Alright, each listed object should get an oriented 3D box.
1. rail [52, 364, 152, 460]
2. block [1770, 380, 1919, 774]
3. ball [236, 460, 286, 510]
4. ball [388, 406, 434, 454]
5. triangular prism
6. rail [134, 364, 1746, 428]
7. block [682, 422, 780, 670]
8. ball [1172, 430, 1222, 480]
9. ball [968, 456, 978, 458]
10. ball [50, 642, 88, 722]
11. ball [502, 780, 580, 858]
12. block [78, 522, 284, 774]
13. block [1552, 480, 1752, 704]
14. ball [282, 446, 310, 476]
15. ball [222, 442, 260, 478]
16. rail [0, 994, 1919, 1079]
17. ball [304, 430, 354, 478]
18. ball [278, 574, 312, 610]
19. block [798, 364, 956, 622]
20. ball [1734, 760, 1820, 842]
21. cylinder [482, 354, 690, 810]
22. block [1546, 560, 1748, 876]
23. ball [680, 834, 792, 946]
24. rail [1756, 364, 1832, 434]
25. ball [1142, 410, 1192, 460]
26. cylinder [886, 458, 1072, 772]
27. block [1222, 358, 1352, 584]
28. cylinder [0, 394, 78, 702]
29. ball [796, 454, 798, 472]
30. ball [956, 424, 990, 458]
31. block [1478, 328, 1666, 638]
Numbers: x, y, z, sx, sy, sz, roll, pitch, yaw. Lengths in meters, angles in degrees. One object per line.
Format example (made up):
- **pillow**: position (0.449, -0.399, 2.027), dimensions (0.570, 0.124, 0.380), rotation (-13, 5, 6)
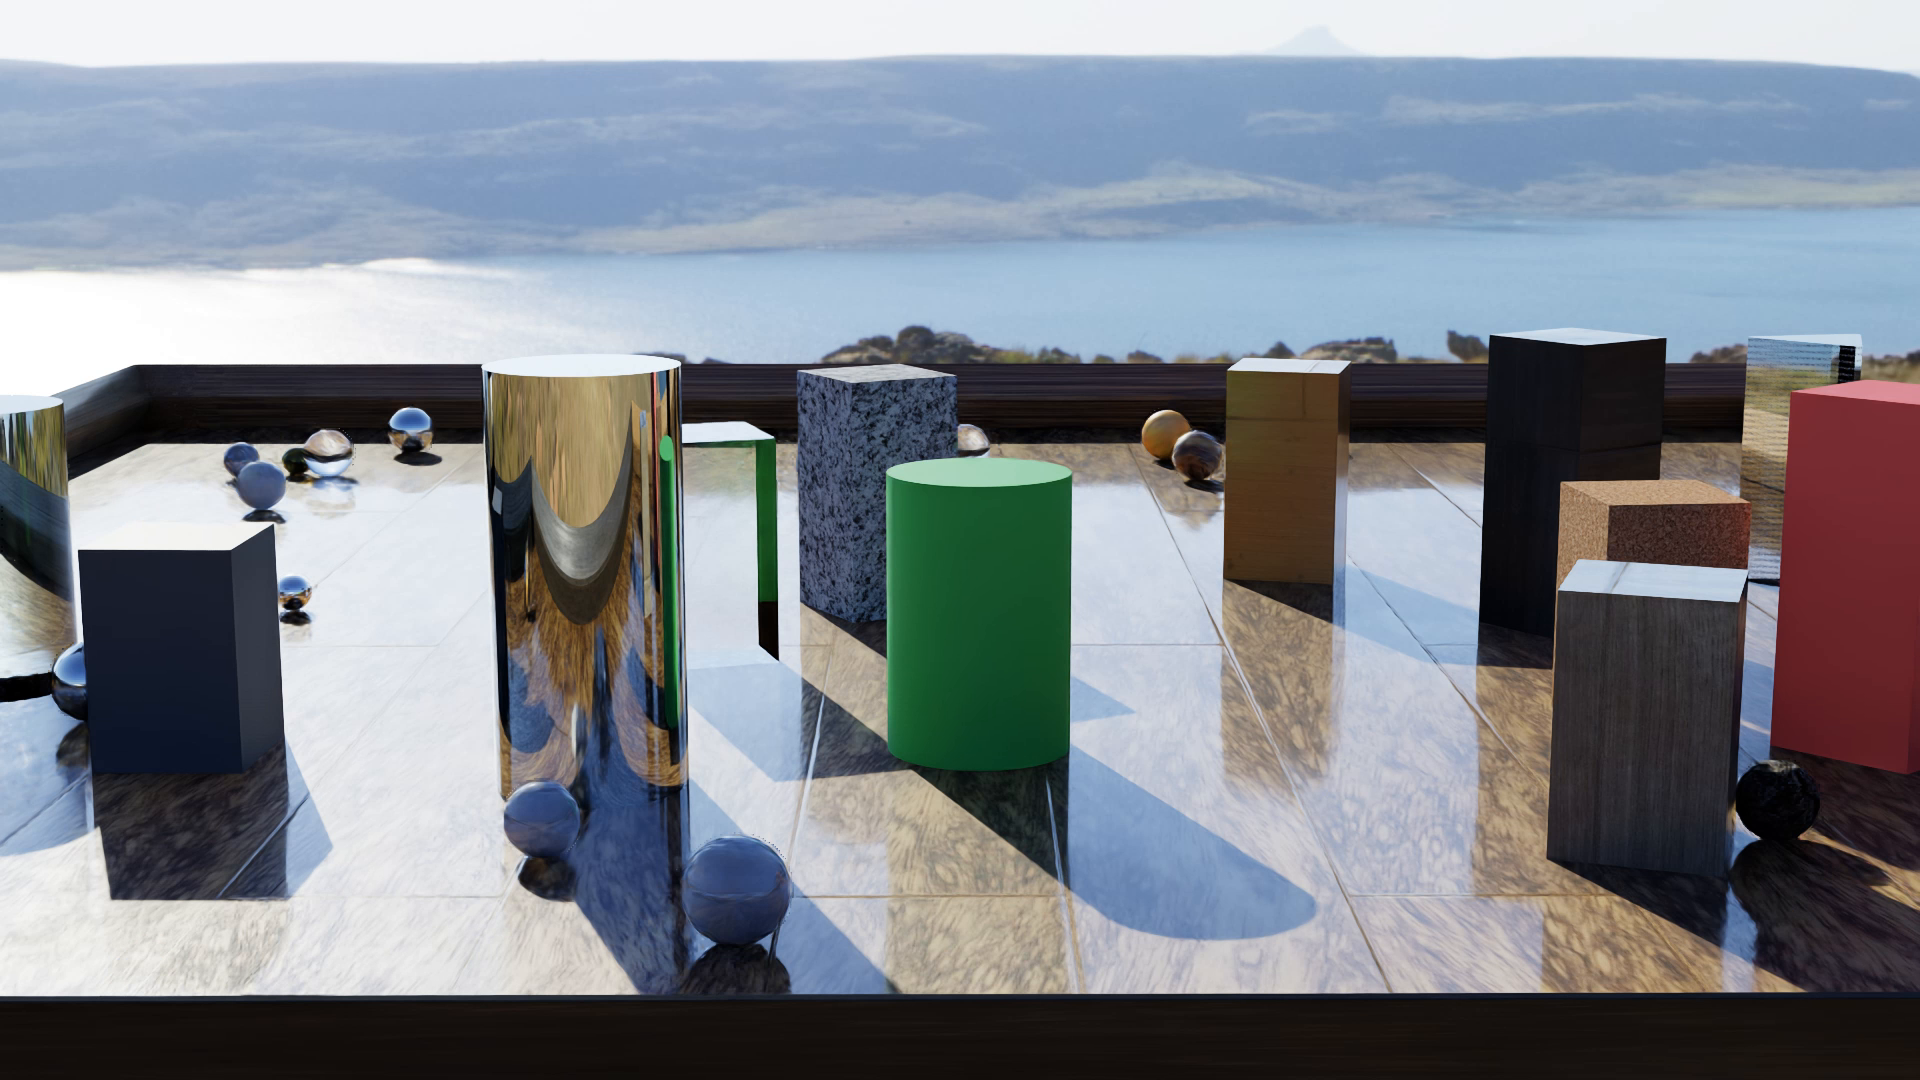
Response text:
- **rail**: position (-1.639, 0.035, 3.440), dimensions (0.045, 0.128, 3.596), rotation (0, 10, 0)
- **block**: position (0.990, 0.034, 2.742), dimensions (0.158, 0.386, 0.158), rotation (-9, 14, -41)
- **ball**: position (-1.158, -0.091, 4.253), dimensions (0.081, 0.081, 0.081), rotation (0, 10, 0)
- **ball**: position (-1.043, -0.209, 4.872), dimensions (0.088, 0.088, 0.088), rotation (0, 10, 0)
- **triangular prism**: position (1.224, -0.113, 3.638), dimensions (0.148, 0.349, 0.171), rotation (-9, 14, -41)
- **rail**: position (-0.010, -0.290, 5.193), dimensions (3.325, 0.128, 0.045), rotation (0, 10, 0)
- **block**: position (-0.324, 0.005, 3.192), dimensions (0.158, 0.279, 0.158), rotation (-4, 11, -19)
- **ball**: position (0.420, -0.150, 4.554), dimensions (0.088, 0.088, 0.088), rotation (0, 10, 0)
- **ball**: position (0.021, -0.113, 4.422), dimensions (0.063, 0.063, 0.063), rotation (0, 10, 0)
- **ball**: position (-0.974, 0.159, 2.879), dimensions (0.091, 0.091, 0.091), rotation (0, 10, 0)
- **ball**: position (-0.389, 0.260, 2.385), dimensions (0.072, 0.072, 0.072), rotation (0, 10, 0)
- **block**: position (-0.824, 0.112, 2.729), dimensions (0.158, 0.237, 0.158), rotation (0, 10, 1)
- **block**: position (0.767, 0.076, 2.859), dimensions (0.158, 0.262, 0.158), rotation (-1, 11, -6)
- **ball**: position (-1.192, -0.143, 4.614), dimensions (0.052, 0.052, 0.052), rotation (0, 10, 0)
- **ball**: position (-1.282, -0.142, 4.578), dimensions (0.064, 0.064, 0.064), rotation (0, 10, 0)
- **rail**: position (0.010, 0.356, 1.704), dimensions (3.325, 0.128, 0.045), rotation (0, 10, 0)
- **ball**: position (-1.129, -0.155, 4.585), dimensions (0.086, 0.086, 0.086), rotation (0, 10, 0)
- **ball**: position (-0.902, 0.071, 3.465), dimensions (0.050, 0.050, 0.050), rotation (0, 10, 0)
- **block**: position (-0.112, -0.067, 3.471), dimensions (0.158, 0.319, 0.158), rotation (-6, 12, -30)
- **ball**: position (0.776, 0.247, 2.437), dimensions (0.077, 0.077, 0.077), rotation (0, 10, 0)
- **cylinder**: position (-0.378, 0.037, 2.600), dimensions (0.198, 0.431, 0.198), rotation (0, 10, 0)
- **block**: position (0.646, 0.162, 2.408), dimensions (0.158, 0.255, 0.158), rotation (4, 11, 20)
- **ball**: position (-0.188, 0.293, 2.148), dimensions (0.092, 0.092, 0.092), rotation (0, 10, 0)
- **rail**: position (1.639, 0.031, 3.458), dimensions (0.045, 0.128, 3.596), rotation (0, 10, 0)
- **ball**: position (0.386, -0.196, 4.787), dimensions (0.093, 0.093, 0.093), rotation (0, 10, 0)
- **cylinder**: position (0.020, 0.076, 2.750), dimensions (0.198, 0.301, 0.198), rotation (0, 10, 0)
- **block**: position (0.474, -0.103, 3.714), dimensions (0.158, 0.301, 0.158), rotation (3, 11, 14)
- **cylinder**: position (-1.151, 0.007, 3.024), dimensions (0.198, 0.335, 0.198), rotation (0, 10, 0)
- **ball**: position (-0.250, -0.133, 4.492), dimensions (0.077, 0.077, 0.077), rotation (0, 10, 0)
- **ball**: position (0.011, -0.166, 4.644), dimensions (0.087, 0.087, 0.087), rotation (0, 10, 0)
- **block**: position (0.798, -0.076, 3.349), dimensions (0.158, 0.381, 0.158), rotation (-7, 13, -35)
